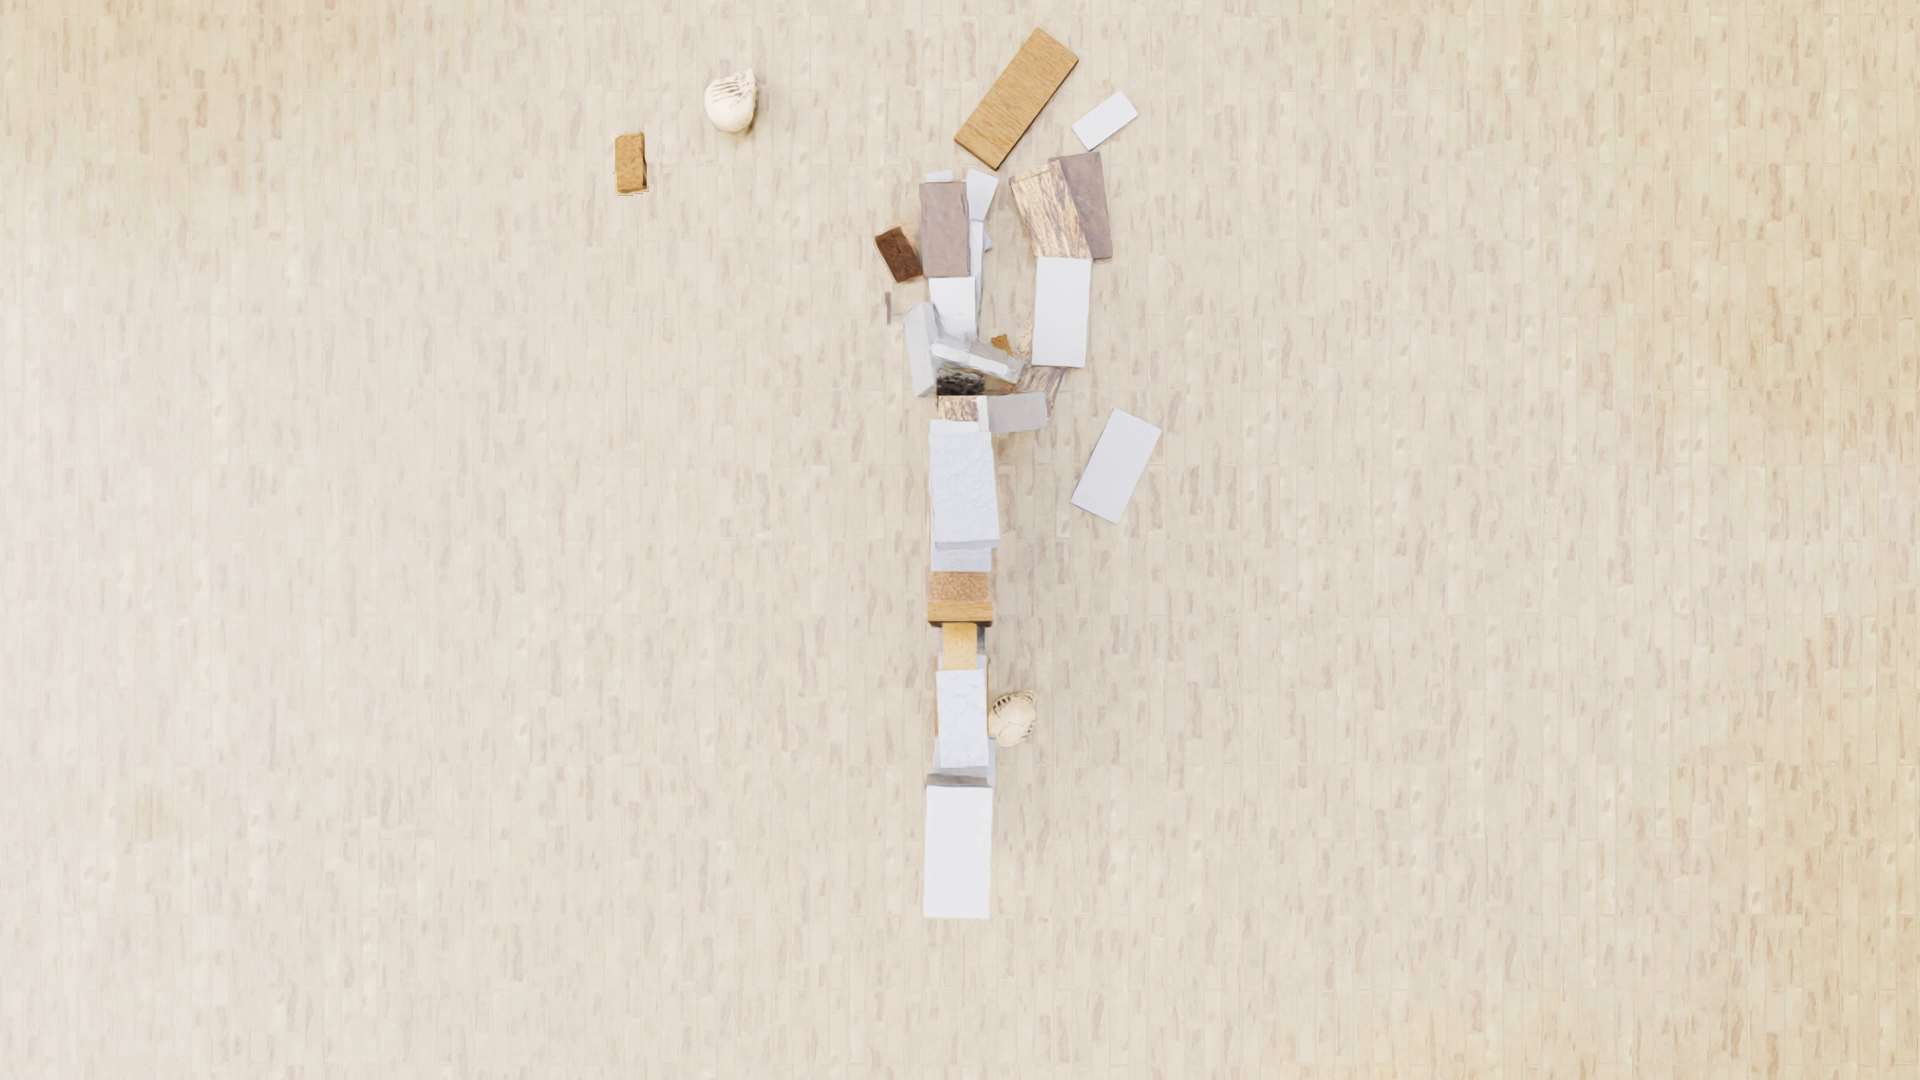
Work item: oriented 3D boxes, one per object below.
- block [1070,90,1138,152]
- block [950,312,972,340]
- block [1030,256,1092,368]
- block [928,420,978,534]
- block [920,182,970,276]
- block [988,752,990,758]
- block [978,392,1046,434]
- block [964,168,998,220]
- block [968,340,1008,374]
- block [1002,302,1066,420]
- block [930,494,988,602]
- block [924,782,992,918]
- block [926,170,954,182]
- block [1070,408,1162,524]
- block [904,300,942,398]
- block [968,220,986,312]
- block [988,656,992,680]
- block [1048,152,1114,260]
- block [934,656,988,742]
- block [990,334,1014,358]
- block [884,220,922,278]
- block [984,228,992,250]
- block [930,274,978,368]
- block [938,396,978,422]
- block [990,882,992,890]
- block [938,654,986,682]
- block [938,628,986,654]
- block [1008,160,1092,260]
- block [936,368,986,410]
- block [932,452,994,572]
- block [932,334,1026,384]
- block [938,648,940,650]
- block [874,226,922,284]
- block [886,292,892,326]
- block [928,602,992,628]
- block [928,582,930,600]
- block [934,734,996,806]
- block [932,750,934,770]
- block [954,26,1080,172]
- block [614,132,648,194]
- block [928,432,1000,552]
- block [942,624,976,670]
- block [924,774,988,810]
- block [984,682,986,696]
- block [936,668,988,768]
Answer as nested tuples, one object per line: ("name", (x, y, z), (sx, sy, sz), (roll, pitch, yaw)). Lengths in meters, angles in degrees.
("block", (0.481, -1.393, 5.485), (0.205, 0.029, 0.103), (-36, 90, 0))
("block", (-0.003, -0.685, 5.405), (0.053, 0.015, 0.105), (19, 108, 4))
("block", (0.329, -0.746, 5.398), (0.174, 0.049, 0.348), (3, 99, -3))
("block", (-0.008, -0.184, 4.904), (0.170, 0.048, 0.339), (1, 90, 0))
("block", (-0.048, -1.003, 5.335), (0.149, 0.042, 0.298), (2, 110, 11))
("block", (0.013, 0.547, 4.277), (0.121, 0.241, 0.034), (-4, 85, 0))
("block", (0.160, -0.384, 4.966), (0.032, 0.400, 0.112), (1, 97, 28))
("block", (0.043, -1.107, 5.424), (0.103, 0.029, 0.205), (20, 99, -8))
("block", (0.083, -0.552, 4.983), (0.112, 0.225, 0.032), (16, 107, -5))
("block", (0.267, -0.593, 5.475), (0.174, 0.049, 0.347), (19, 90, 0))
("block", (-0.004, 0.035, 4.827), (0.170, 0.048, 0.339), (0, 80, -1))
("block", (-0.005, 0.764, 4.060), (0.161, 0.046, 0.322), (2, 92, 0))
("block", (-0.055, -1.136, 5.482), (0.088, 0.025, 0.176), (-12, 90, -6))
("block", (0.516, -0.245, 5.475), (0.174, 0.049, 0.347), (25, 90, 0))
("block", (-0.119, -0.622, 5.398), (0.040, 0.142, 0.284), (-2, 76, -29))
("block", (-0.001, -0.902, 5.414), (0.149, 0.042, 0.298), (5, 112, 8))
("block", (0.011, 0.399, 5.330), (0.170, 0.339, 0.048), (9, 90, 0))
("block", (0.399, -1.101, 5.475), (0.174, 0.049, 0.347), (-7, 90, 0))
("block", (0.004, 0.533, 5.137), (0.170, 0.048, 0.339), (0, 90, 0))
("block", (0.141, -0.631, 5.466), (0.053, 0.015, 0.105), (-17, 59, 0))
("block", (-0.188, -0.964, 5.487), (0.093, 0.026, 0.186), (-11, 90, 0))
("block", (0.028, -1.040, 5.465), (0.093, 0.026, 0.186), (-24, 102, 0))
("block", (-0.019, -0.719, 5.428), (0.149, 0.042, 0.298), (1, 106, 9))
("block", (-0.003, -0.302, 4.946), (0.128, 0.036, 0.256), (1, 90, 0))
("block", (-0.005, 0.867, 4.248), (0.161, 0.322, 0.046), (3, 92, 0))
("block", (0.007, 0.457, 4.659), (0.134, 0.038, 0.267), (0, 88, 0))
("block", (0.008, 0.268, 4.847), (0.134, 0.268, 0.038), (-1, 122, 1))
("block", (0.298, -1.052, 5.426), (0.174, 0.049, 0.348), (-19, 90, 0))
("block", (0.000, -0.451, 5.048), (0.142, 0.345, 0.040), (7, 80, 0))
("block", (0.006, -0.078, 4.699), (0.172, 0.049, 0.344), (1, 111, 1))
("block", (0.062, -0.582, 5.274), (0.284, 0.142, 0.040), (20, 111, 4))
("block", (0.002, 0.383, 4.813), (0.134, 0.267, 0.038), (0, 108, 0))
("block", (-0.200, -0.931, 5.392), (0.093, 0.026, 0.186), (-22, 135, 9))
("block", (-0.238, -0.765, 5.473), (0.015, 0.053, 0.105), (-1, 90, -4))
("block", (0.003, 0.209, 4.566), (0.172, 0.531, 0.049), (0, 85, 1))
("block", (-0.006, 0.011, 4.949), (0.170, 0.048, 0.339), (1, 77, -1))
("block", (0.007, 0.692, 4.427), (0.163, 0.046, 0.327), (3, 92, 0))
("block", (0.006, 0.612, 4.613), (0.163, 0.327, 0.046), (0, 85, 0))
("block", (0.187, -1.462, 5.475), (0.174, 0.049, 0.459), (37, 90, 0))
("block", (-0.988, -1.131, 4.949), (0.088, 0.025, 0.176), (-8, 77, 15))
("block", (0.010, -0.136, 4.526), (0.172, 0.049, 0.344), (-3, 60, -2))
("block", (-0.002, 0.317, 4.460), (0.091, 0.026, 0.182), (0, 76, 0))
("block", (-0.009, 0.651, 4.241), (0.161, 0.322, 0.046), (4, 90, 0))
("block", (0.003, 0.418, 4.408), (0.121, 0.468, 0.034), (0, 80, 0))
("block", (0.006, 0.448, 4.150), (0.121, 0.034, 0.241), (-3, 83, -1))
